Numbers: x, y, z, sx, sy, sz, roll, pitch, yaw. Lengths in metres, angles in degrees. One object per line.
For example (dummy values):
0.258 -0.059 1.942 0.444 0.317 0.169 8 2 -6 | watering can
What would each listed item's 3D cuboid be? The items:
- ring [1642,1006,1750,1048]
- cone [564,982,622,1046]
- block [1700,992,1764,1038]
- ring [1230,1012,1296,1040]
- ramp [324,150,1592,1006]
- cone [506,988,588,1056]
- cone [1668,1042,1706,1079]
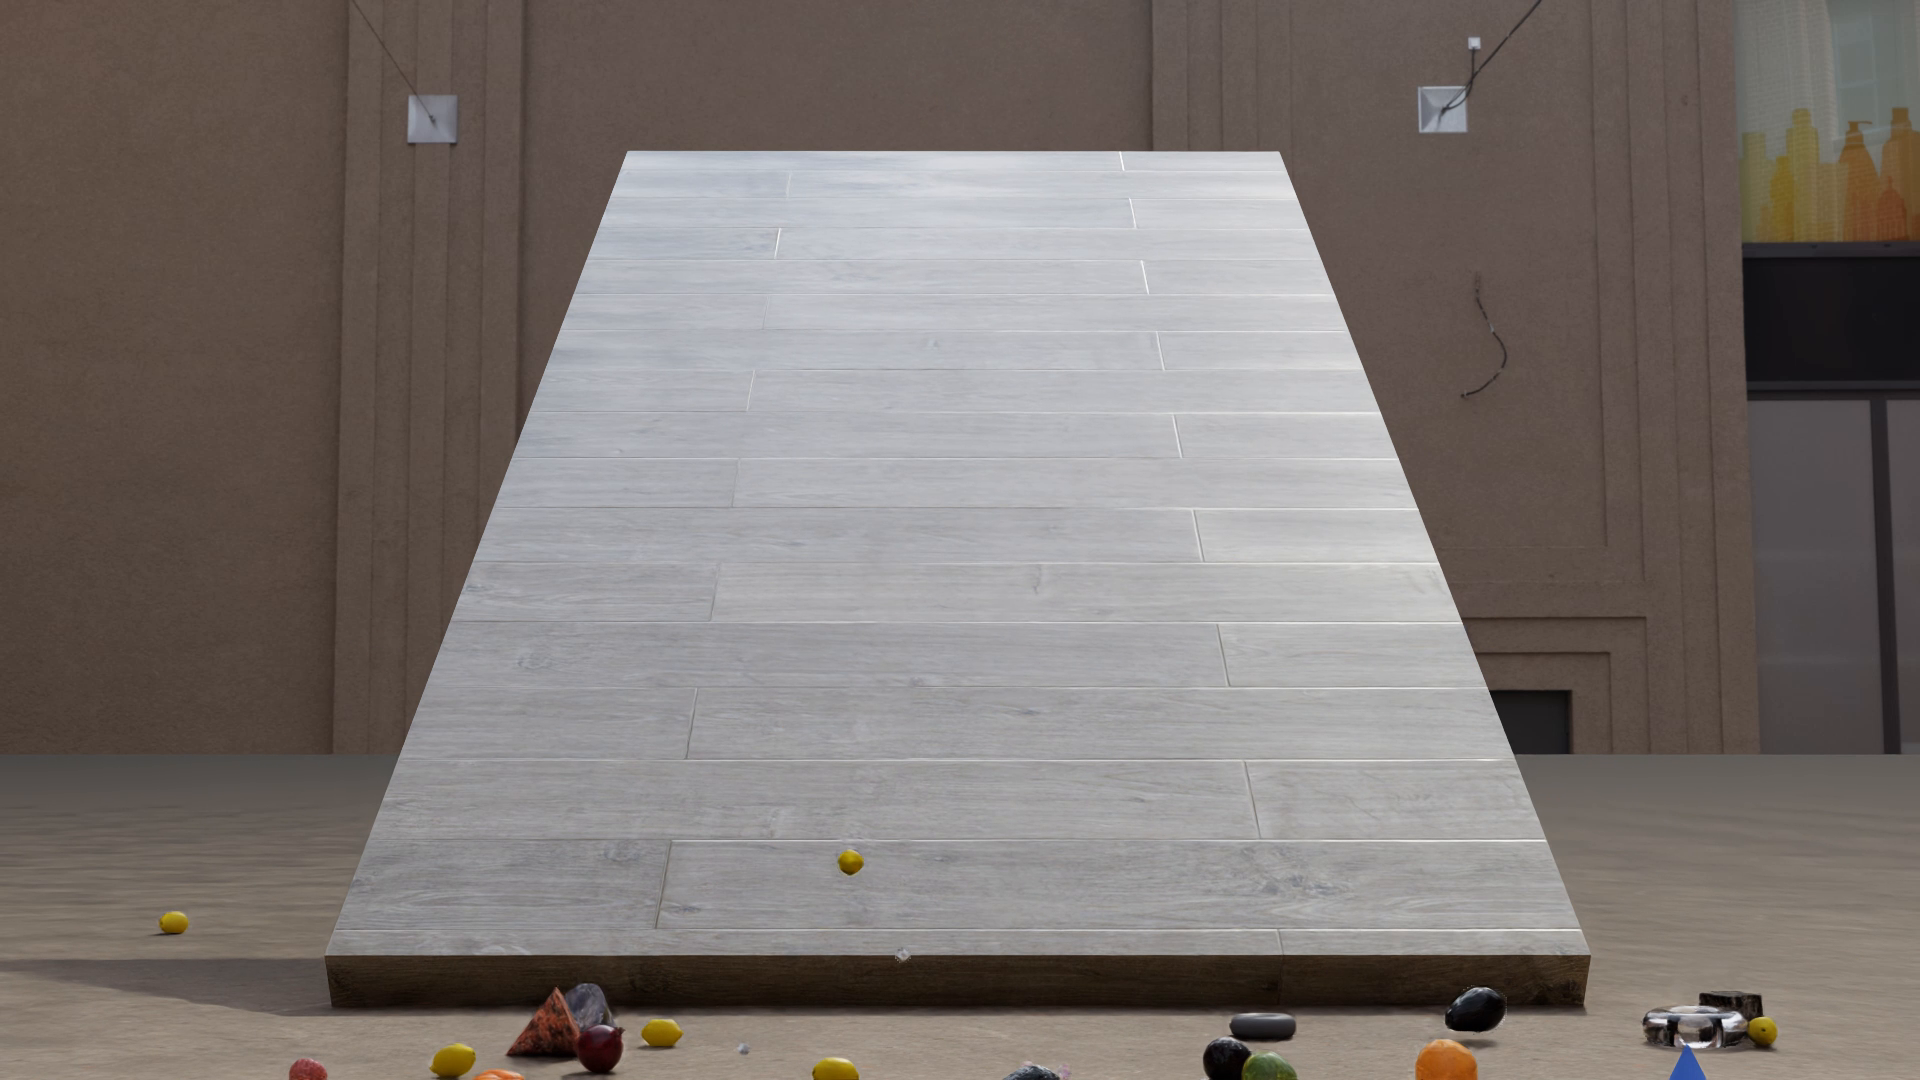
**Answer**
1.024 0.678 3.314 0.143 0.048 0.143 -1 -5 0 | ring
-0.501 0.680 3.314 0.095 0.095 0.095 -4 -33 36 | cone
1.102 0.678 3.397 0.060 0.060 0.060 2 -6 -25 | block
0.432 0.693 3.392 0.094 0.031 0.094 0 -6 0 | ring
-0.011 -0.225 5.552 2.000 0.100 4.000 0 28 0 | ramp
-0.565 0.668 3.190 0.099 0.099 0.099 -26 -1 -10 | cone
0.826 0.609 2.697 0.077 0.077 0.077 0 -5 0 | cone
